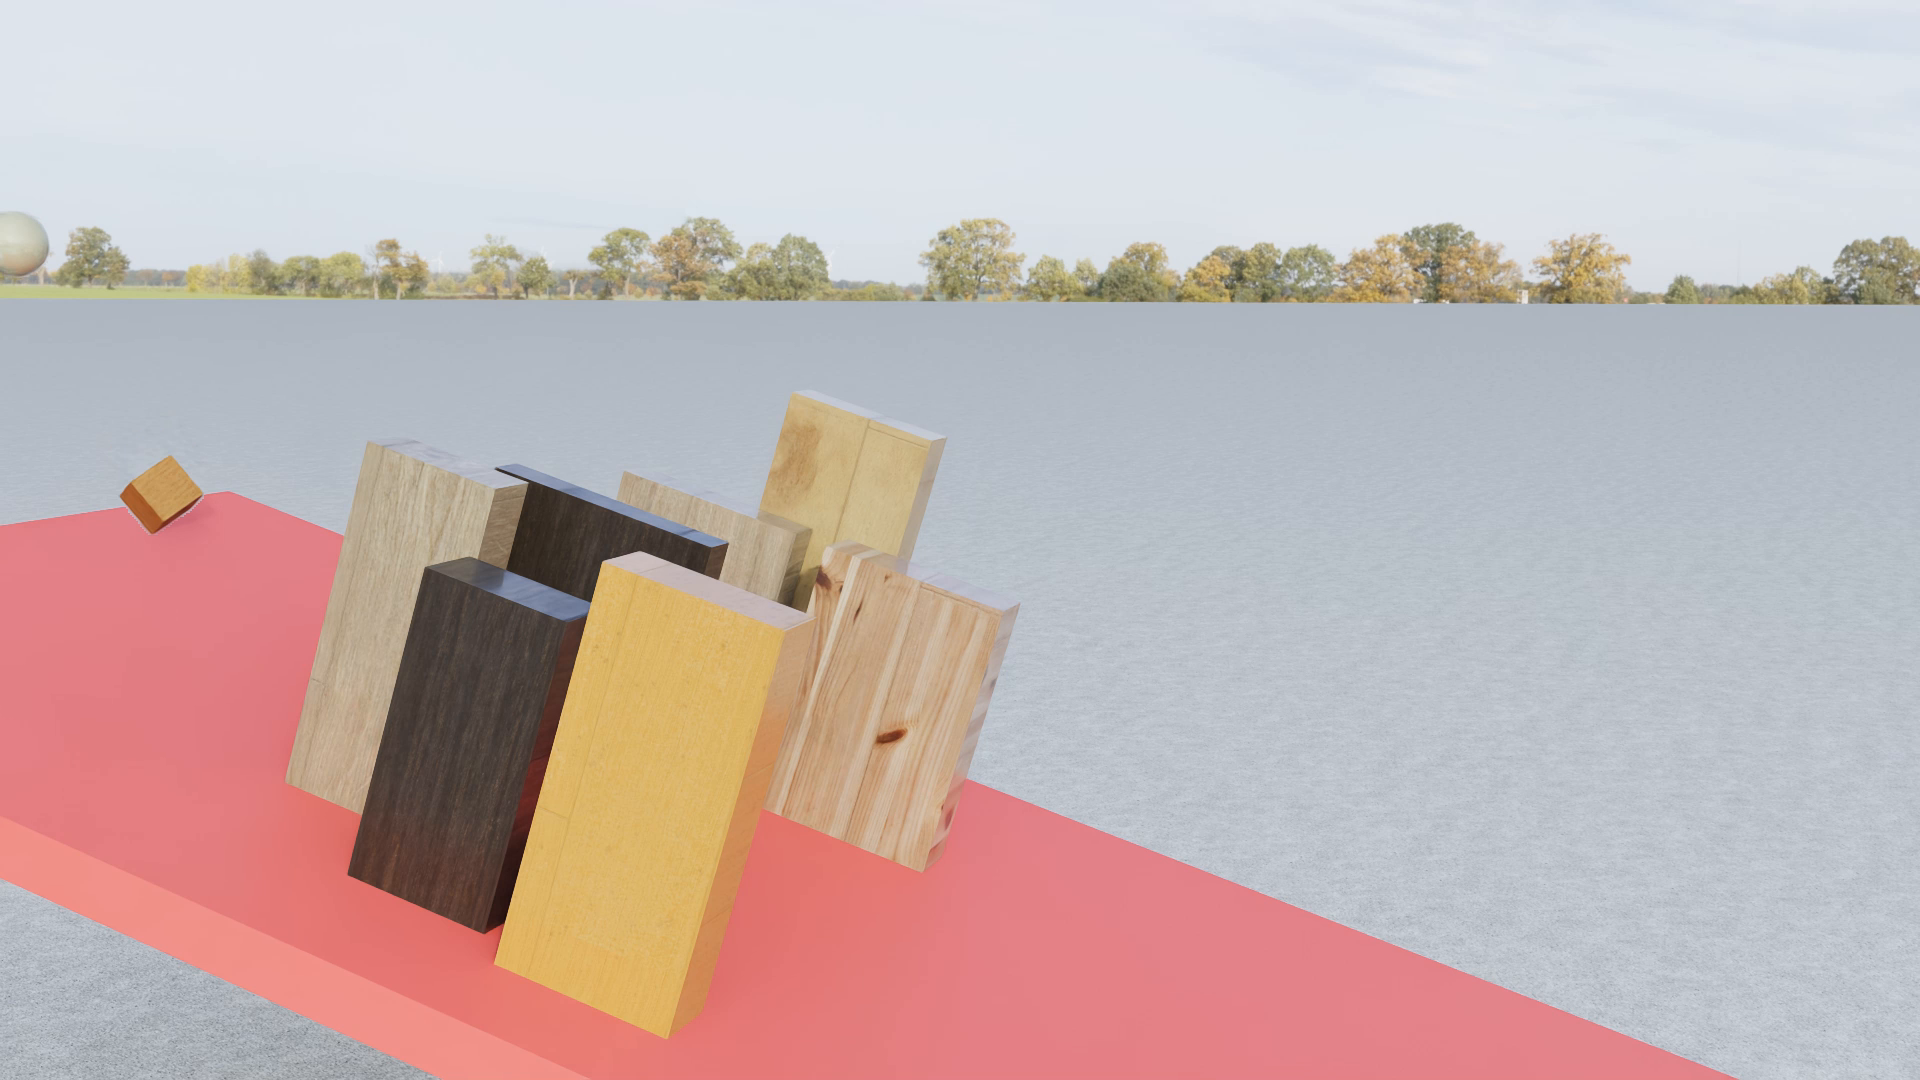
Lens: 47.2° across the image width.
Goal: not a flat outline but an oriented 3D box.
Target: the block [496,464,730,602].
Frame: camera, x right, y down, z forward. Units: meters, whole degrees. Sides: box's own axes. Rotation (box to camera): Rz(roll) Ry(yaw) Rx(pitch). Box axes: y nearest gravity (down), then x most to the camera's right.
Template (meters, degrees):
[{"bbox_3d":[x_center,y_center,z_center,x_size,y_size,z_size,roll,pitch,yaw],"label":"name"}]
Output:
[{"bbox_3d":[-0.722,0.231,4.056,0.445,0.631,0.081,20,12,14],"label":"block"}]

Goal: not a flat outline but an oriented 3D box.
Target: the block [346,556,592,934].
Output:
[{"bbox_3d":[-0.802,0.337,3.651,0.266,0.550,0.144,20,12,14],"label":"block"}]

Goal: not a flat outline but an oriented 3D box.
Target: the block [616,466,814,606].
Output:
[{"bbox_3d":[-0.607,0.148,4.921,0.428,0.506,0.101,20,12,14],"label":"block"}]

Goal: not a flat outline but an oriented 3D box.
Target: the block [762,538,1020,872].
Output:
[{"bbox_3d":[-0.155,0.337,4.518,0.393,0.571,0.128,20,12,14],"label":"block"}]

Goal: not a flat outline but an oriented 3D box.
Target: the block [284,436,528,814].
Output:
[{"bbox_3d":[-0.990,0.168,3.925,0.259,0.650,0.119,20,12,14],"label":"block"}]

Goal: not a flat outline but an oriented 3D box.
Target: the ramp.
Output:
[{"bbox_3d":[-0.363,0.693,4.230,4.000,0.100,2.000,20,12,14],"label":"ramp"}]

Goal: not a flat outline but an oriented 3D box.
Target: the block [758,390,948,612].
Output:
[{"bbox_3d":[-0.310,0.087,4.945,0.339,0.779,0.114,20,12,14],"label":"block"}]

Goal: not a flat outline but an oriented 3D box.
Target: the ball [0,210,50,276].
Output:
[{"bbox_3d":[-2.031,-0.636,4.721,0.142,0.142,0.142,0,7,0],"label":"ball"}]

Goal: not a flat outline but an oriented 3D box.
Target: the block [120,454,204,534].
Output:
[{"bbox_3d":[-1.716,-0.097,4.726,0.107,0.107,0.107,-44,10,-35],"label":"block"}]

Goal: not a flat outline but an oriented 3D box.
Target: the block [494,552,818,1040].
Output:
[{"bbox_3d":[-0.483,0.399,3.470,0.315,0.688,0.134,20,12,14],"label":"block"}]
